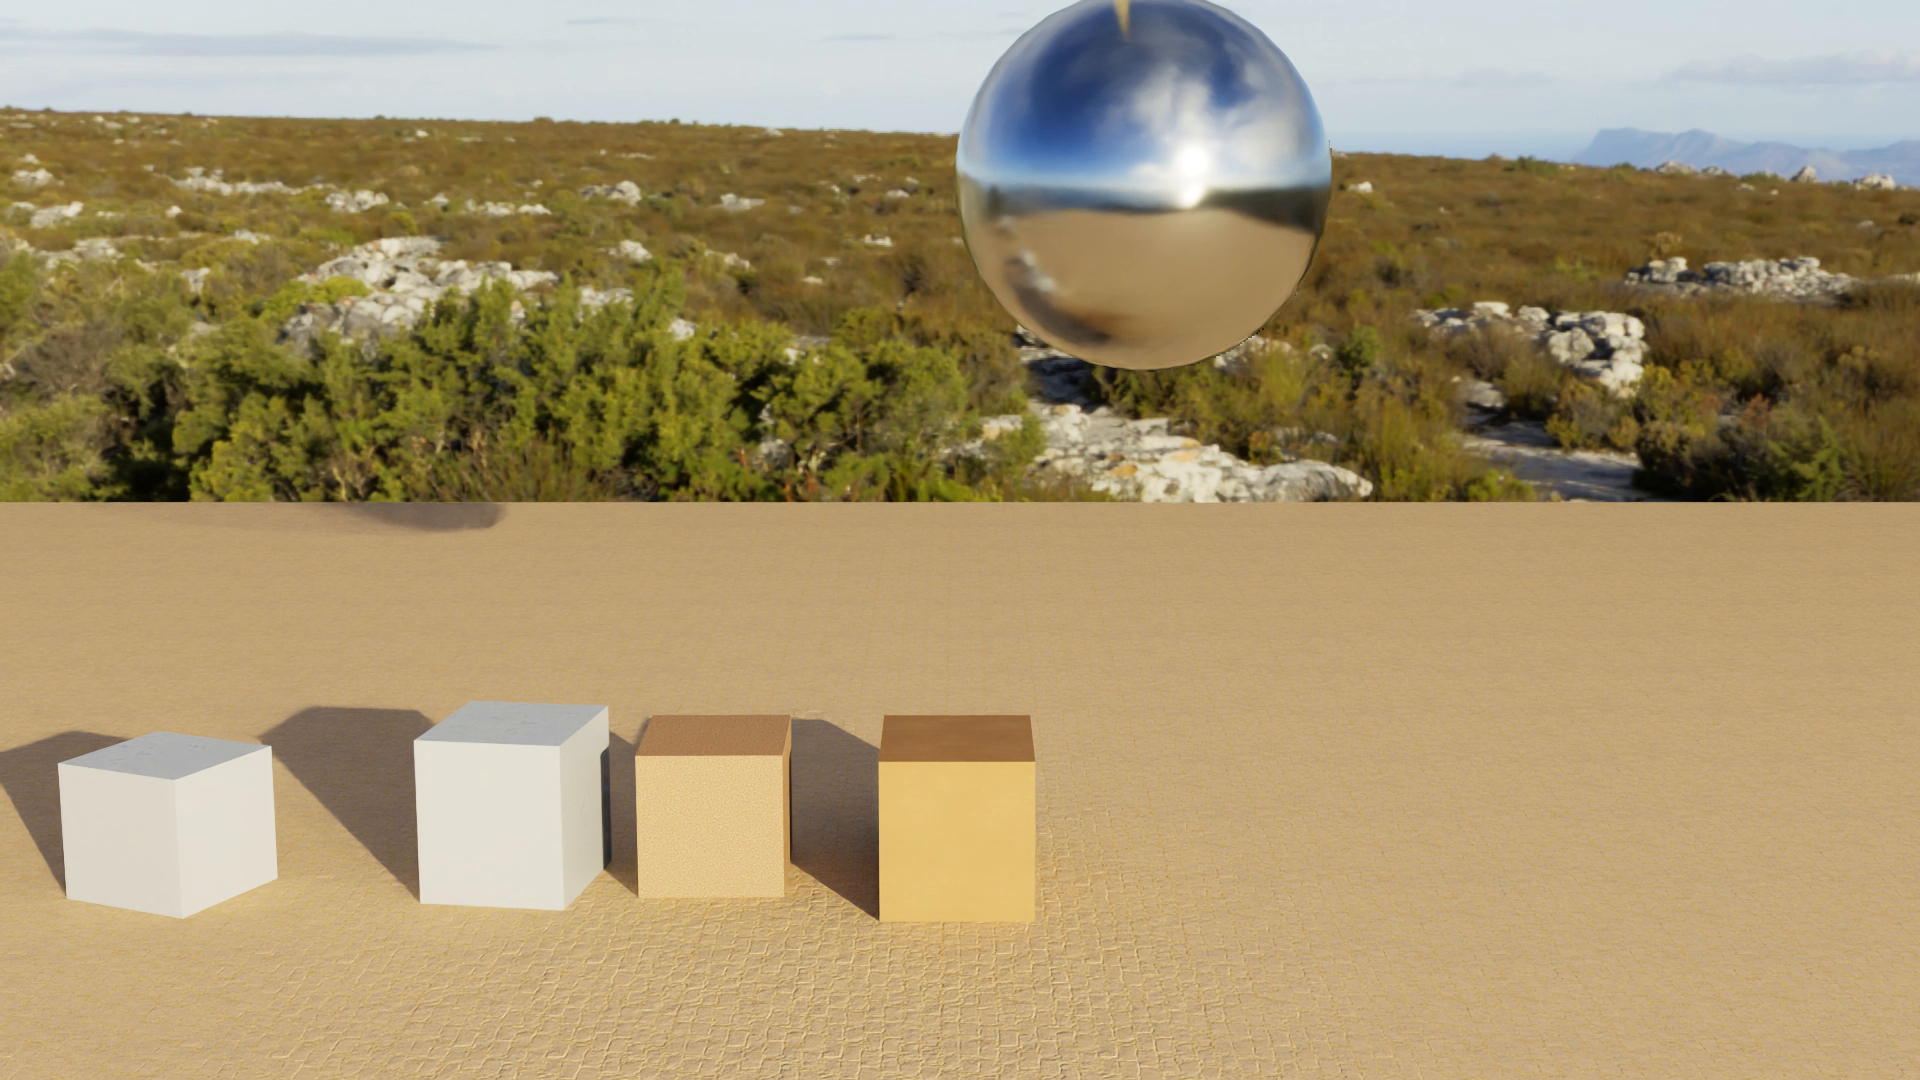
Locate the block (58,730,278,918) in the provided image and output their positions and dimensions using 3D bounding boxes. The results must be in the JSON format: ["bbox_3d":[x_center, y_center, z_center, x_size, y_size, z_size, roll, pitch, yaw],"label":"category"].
[{"bbox_3d":[-3.434,1.224,11.149,0.637,0.602,0.610,5,11,24],"label":"block"}]

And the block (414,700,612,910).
[{"bbox_3d":[-1.943,1.149,11.234,0.638,0.720,0.714,2,10,9],"label":"block"}]

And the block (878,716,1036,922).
[{"bbox_3d":[-0.013,1.190,11.088,0.650,0.691,0.788,0,10,0],"label":"block"}]

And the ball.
[{"bbox_3d":[0.772,-1.524,10.903,1.600,1.600,1.600,0,10,0],"label":"ball"}]

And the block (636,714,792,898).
[{"bbox_3d":[-1.078,1.169,11.369,0.627,0.631,0.711,0,10,-1],"label":"block"}]
